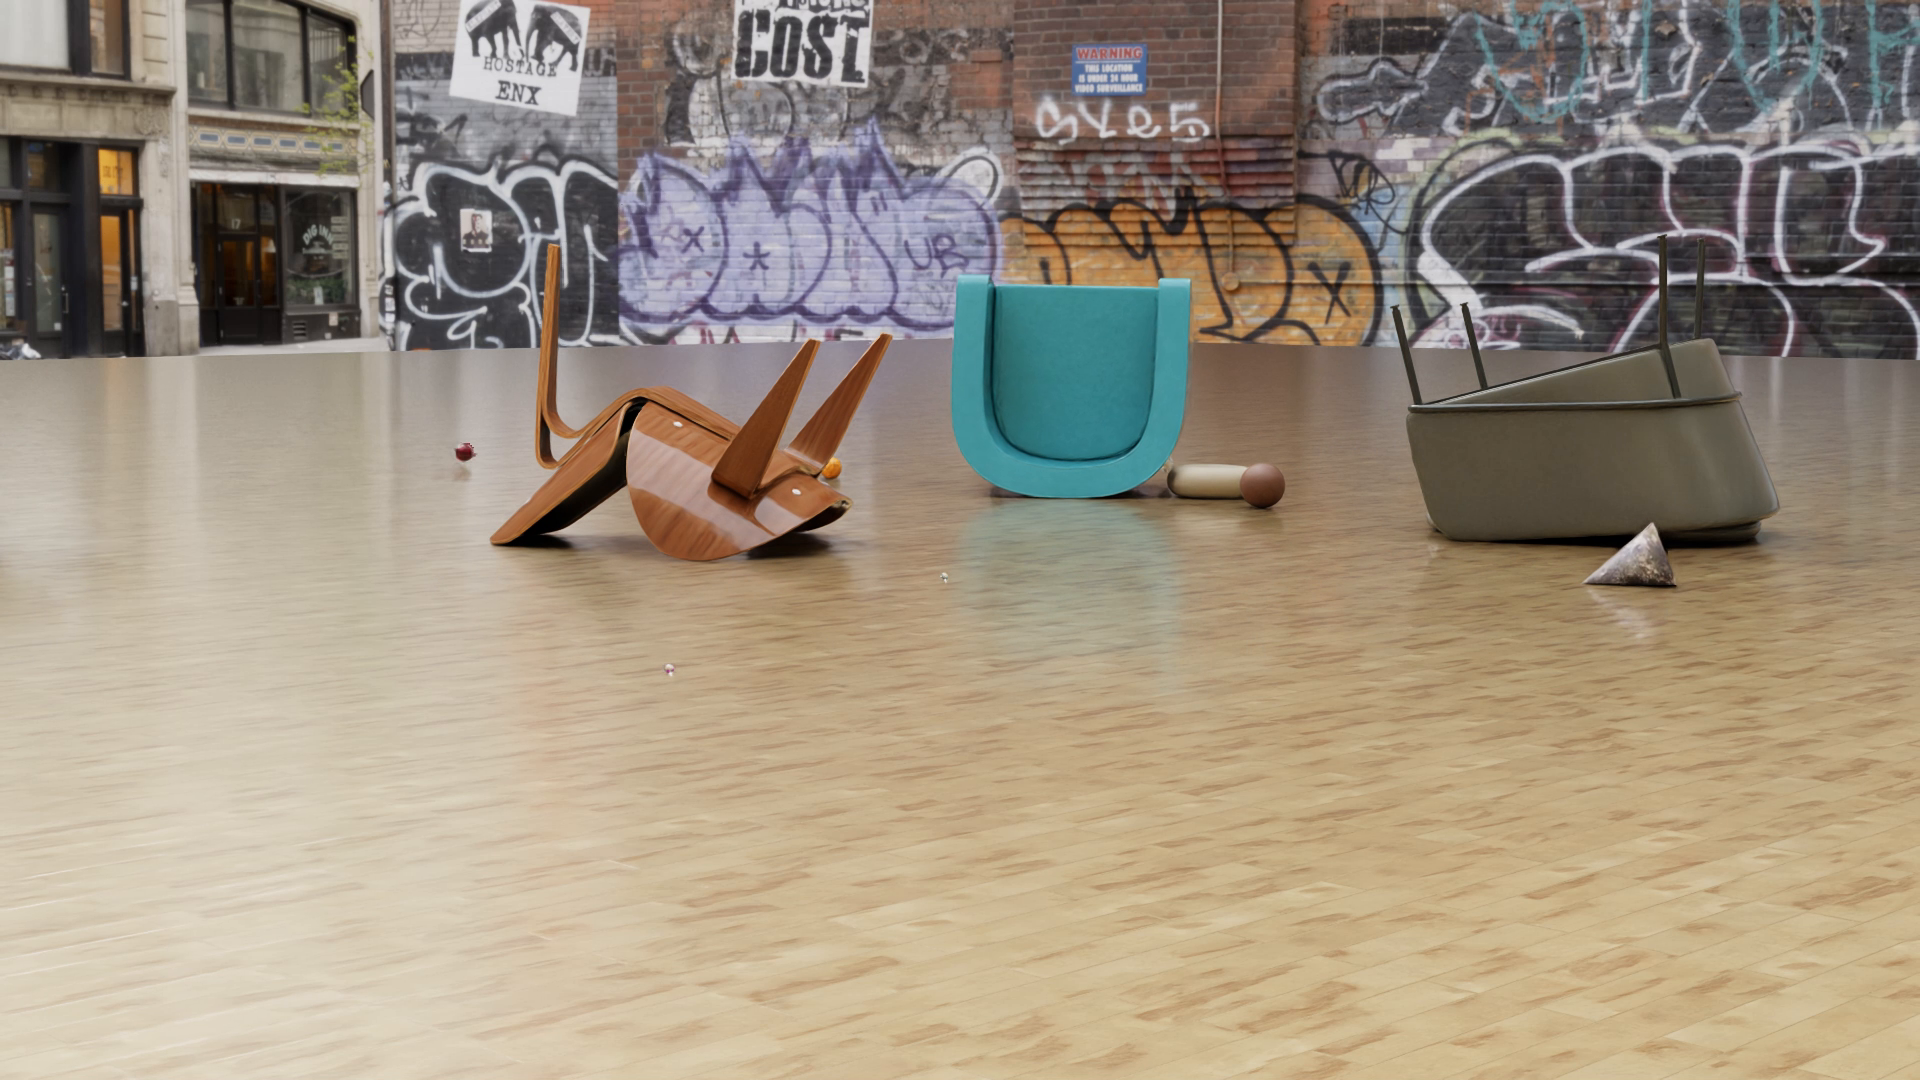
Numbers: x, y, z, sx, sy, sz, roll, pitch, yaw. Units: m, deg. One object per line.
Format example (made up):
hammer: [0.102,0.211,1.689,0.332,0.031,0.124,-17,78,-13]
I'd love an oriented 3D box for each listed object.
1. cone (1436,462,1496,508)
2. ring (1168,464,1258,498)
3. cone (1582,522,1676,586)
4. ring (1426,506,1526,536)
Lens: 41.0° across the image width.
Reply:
cone: [1.412,-0.099,7.002,0.154,0.168,0.197,30,-23,-3]
ring: [0.755,-0.176,7.679,0.272,0.092,0.264,4,6,30]
cone: [1.416,0.061,5.482,0.185,0.157,0.133,-21,43,12]
ring: [1.328,-0.049,6.605,0.218,0.060,0.352,-1,5,-18]
